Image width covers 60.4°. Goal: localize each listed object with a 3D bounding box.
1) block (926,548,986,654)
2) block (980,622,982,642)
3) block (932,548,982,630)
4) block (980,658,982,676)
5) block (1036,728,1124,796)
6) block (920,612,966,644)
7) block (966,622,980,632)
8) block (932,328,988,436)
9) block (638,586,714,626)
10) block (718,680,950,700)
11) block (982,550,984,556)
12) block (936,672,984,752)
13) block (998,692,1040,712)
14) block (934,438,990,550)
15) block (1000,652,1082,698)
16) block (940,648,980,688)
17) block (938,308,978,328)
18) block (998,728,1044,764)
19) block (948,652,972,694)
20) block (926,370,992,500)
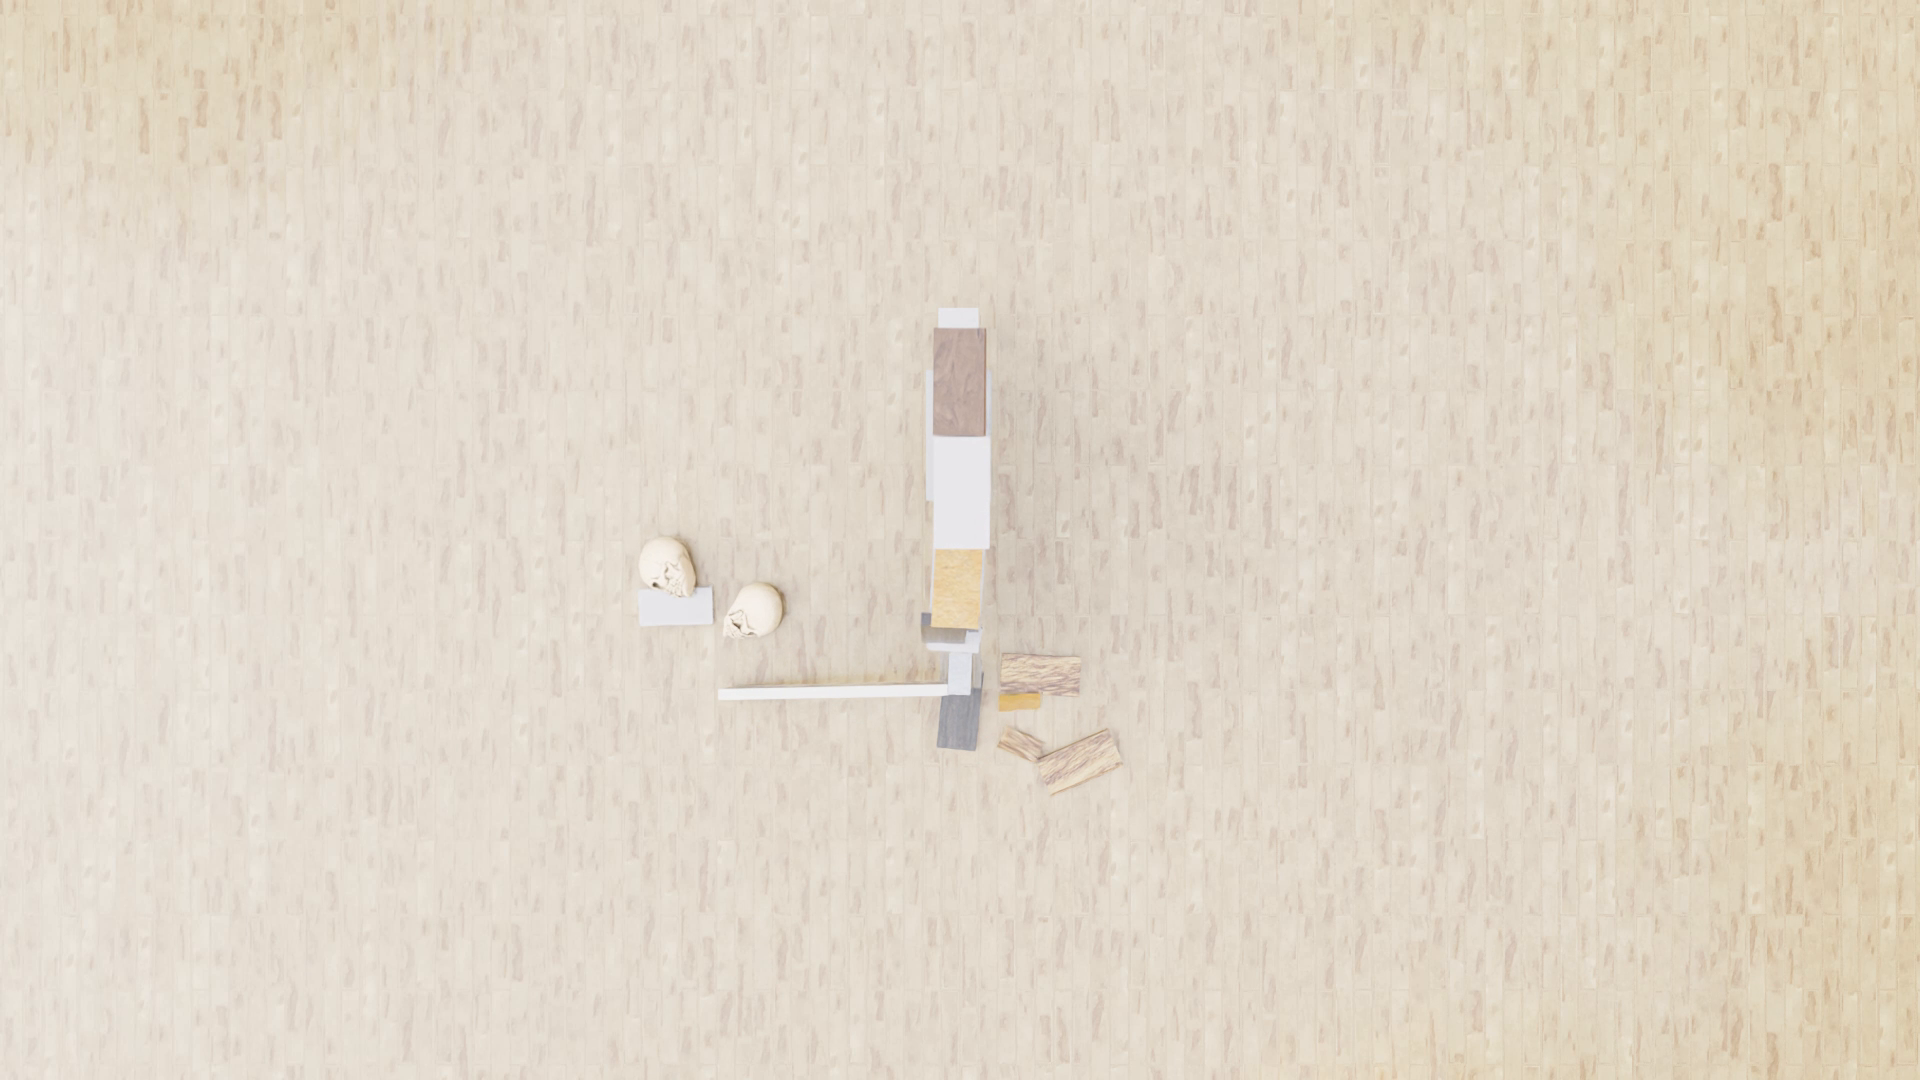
[{"bbox_3d":[-0.011,0.167,4.640,0.145,0.041,0.291,4,90,0],"label":"block"},{"bbox_3d":[-0.011,0.264,4.806,0.145,0.291,0.041,6,90,0],"label":"block"},{"bbox_3d":[-0.007,0.107,4.351,0.125,0.035,0.249,3,90,0],"label":"block"},{"bbox_3d":[0.004,0.407,5.370,0.130,0.259,0.037,7,90,0],"label":"block"},{"bbox_3d":[0.397,0.740,5.481,0.263,0.037,0.131,-23,90,0],"label":"block"},{"bbox_3d":[-0.044,0.242,4.497,0.122,0.243,0.034,2,75,0],"label":"block"},{"bbox_3d":[-0.008,0.207,4.494,0.125,0.249,0.035,2,75,0],"label":"block"},{"bbox_3d":[0.000,-0.394,4.113,0.133,0.038,0.266,0,90,0],"label":"block"},{"bbox_3d":[-0.942,0.221,5.483,0.243,0.034,0.122,-2,90,0],"label":"block"},{"bbox_3d":[-0.389,0.481,5.280,0.823,0.122,0.034,-3,90,24],"label":"block"},{"bbox_3d":[-0.001,0.045,4.494,0.125,0.249,0.035,2,76,0],"label":"block"},{"bbox_3d":[0.000,0.563,5.481,0.131,0.037,0.263,6,90,0],"label":"block"},{"bbox_3d":[0.196,0.538,5.466,0.139,0.069,0.020,-4,55,0],"label":"block"},{"bbox_3d":[0.004,-0.116,4.102,0.138,0.039,0.276,0,90,0],"label":"block"},{"bbox_3d":[0.267,0.448,5.481,0.263,0.037,0.131,3,90,0],"label":"block"},{"bbox_3d":[0.001,0.337,5.222,0.130,0.037,0.259,0,90,0],"label":"block"},{"bbox_3d":[-0.005,-0.607,5.228,0.127,0.036,0.254,0,90,0],"label":"block"},{"bbox_3d":[0.200,0.680,5.470,0.139,0.020,0.069,23,71,8],"label":"block"},{"bbox_3d":[-0.001,0.404,5.054,0.069,0.020,0.139,2,89,-6],"label":"block"},{"bbox_3d":[-0.003,-0.279,4.423,0.174,0.049,0.347,0,90,0],"label":"block"}]
